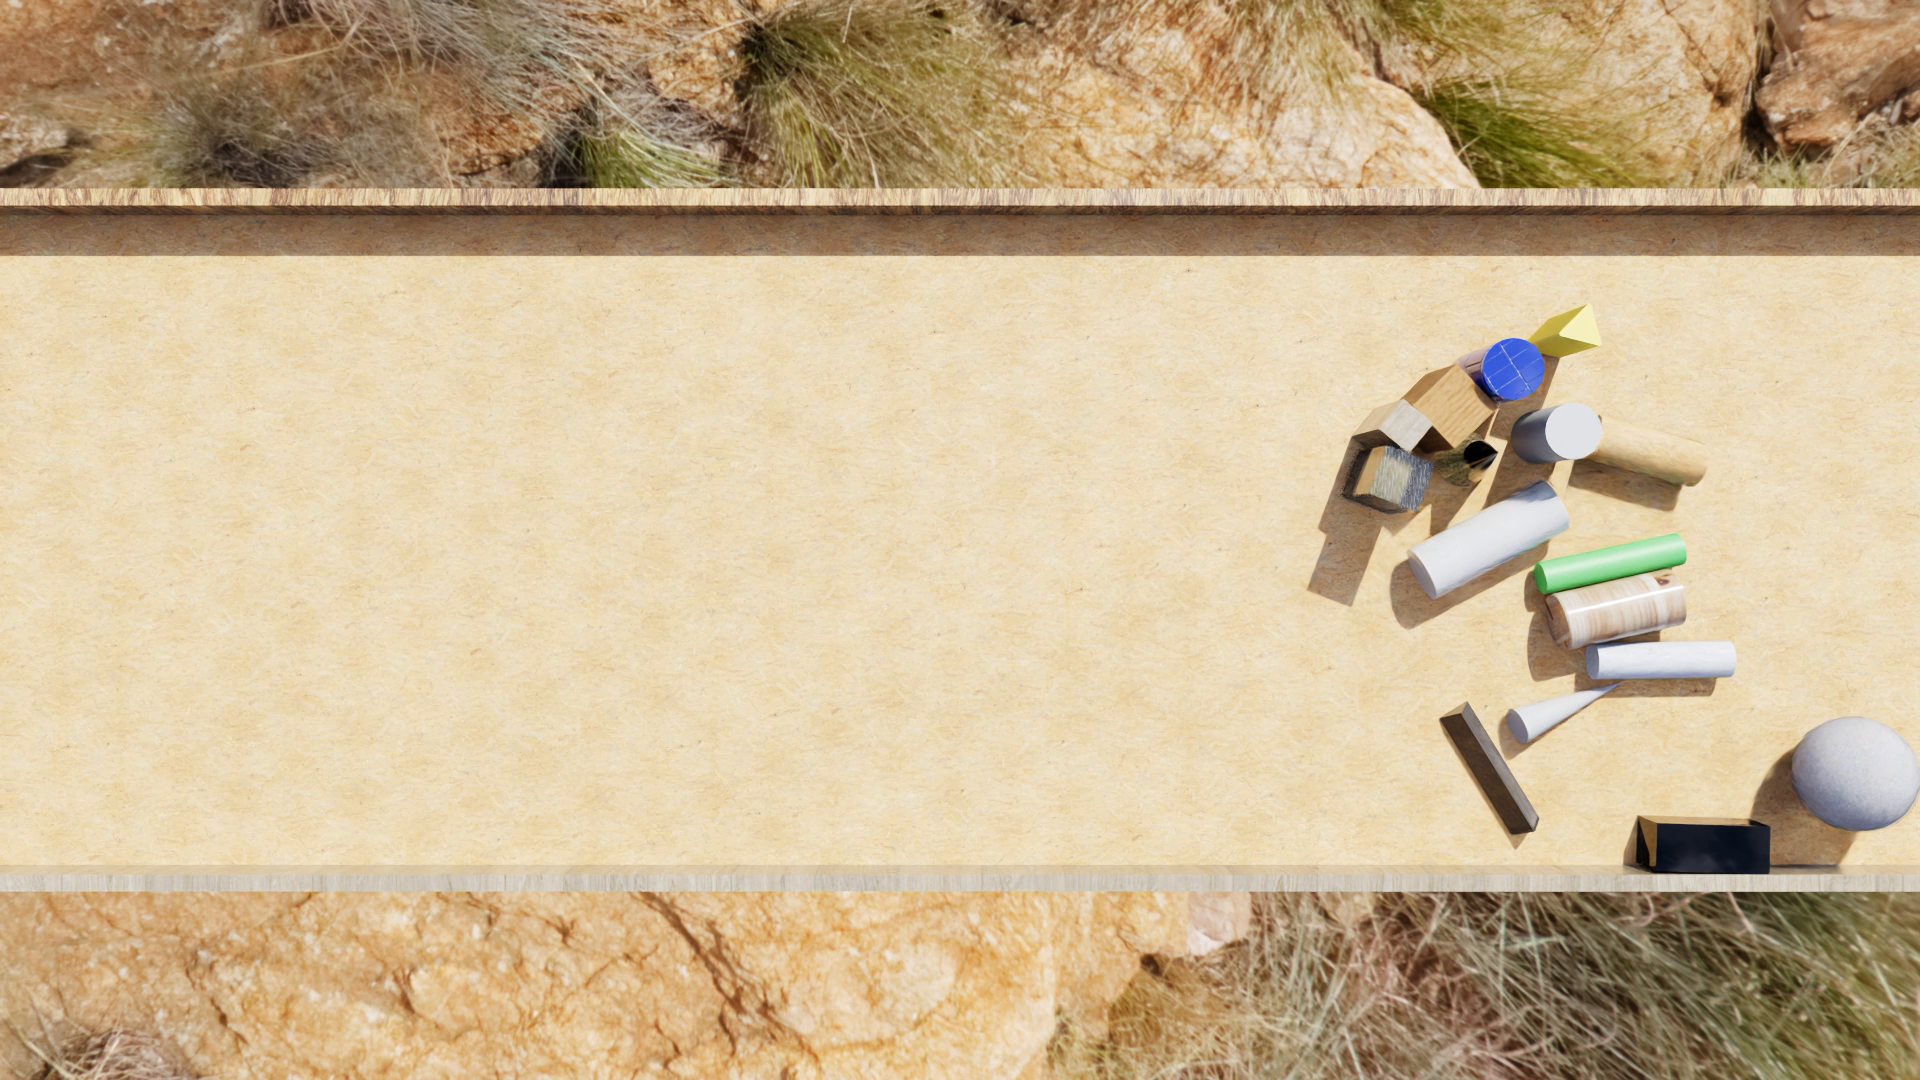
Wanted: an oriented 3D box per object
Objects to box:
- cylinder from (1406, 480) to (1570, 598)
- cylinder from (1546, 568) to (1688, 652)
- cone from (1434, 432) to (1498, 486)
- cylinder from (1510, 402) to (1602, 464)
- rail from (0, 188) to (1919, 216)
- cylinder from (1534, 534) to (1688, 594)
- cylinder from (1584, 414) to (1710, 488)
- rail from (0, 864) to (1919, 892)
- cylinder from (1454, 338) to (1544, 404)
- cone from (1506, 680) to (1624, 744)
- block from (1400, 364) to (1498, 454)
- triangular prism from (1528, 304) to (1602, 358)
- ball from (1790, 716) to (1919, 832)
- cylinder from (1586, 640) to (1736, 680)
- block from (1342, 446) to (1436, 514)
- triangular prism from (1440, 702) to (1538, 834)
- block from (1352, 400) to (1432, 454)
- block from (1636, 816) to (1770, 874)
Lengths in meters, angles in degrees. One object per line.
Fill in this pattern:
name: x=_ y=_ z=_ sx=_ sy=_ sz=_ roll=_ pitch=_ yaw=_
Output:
cylinder: x=1.597 y=-0.001 z=4.992 sx=0.450 sy=0.169 sz=0.169 roll=-28 pitch=90 yaw=0
cylinder: x=1.981 y=0.211 z=4.988 sx=0.357 sy=0.177 sz=0.177 roll=-13 pitch=90 yaw=0
cone: x=1.548 y=-0.252 z=4.908 sx=0.177 sy=0.338 sz=0.177 roll=0 pitch=90 yaw=0
cylinder: x=1.777 y=-0.316 z=4.926 sx=0.164 sy=0.301 sz=0.164 roll=0 pitch=90 yaw=0
rail: x=-2.247 y=-1.025 z=5.002 sx=12.000 sy=0.150 sz=0.050 roll=0 pitch=90 yaw=0
cylinder: x=1.980 y=0.072 z=5.026 sx=0.432 sy=0.100 sz=0.100 roll=-12 pitch=90 yaw=0
cylinder: x=2.080 y=-0.270 z=5.007 sx=0.335 sy=0.138 sz=0.138 roll=15 pitch=90 yaw=0
rail: x=-2.247 y=1.025 z=5.001 sx=12.000 sy=0.150 sz=0.050 roll=0 pitch=90 yaw=0
cylinder: x=1.588 y=-0.491 z=4.903 sx=0.177 sy=0.348 sz=0.177 roll=0 pitch=90 yaw=0
cone: x=1.873 y=0.498 z=5.048 sx=0.382 sy=0.113 sz=0.113 roll=-21 pitch=90 yaw=-8
block: x=1.434 y=-0.388 z=4.924 sx=0.175 sy=0.304 sz=0.175 roll=-44 pitch=91 yaw=0
triangular prism: x=1.802 y=-0.629 z=4.916 sx=0.124 sy=0.321 sz=0.107 roll=15 pitch=90 yaw=0
ball: x=2.661 y=0.696 z=4.907 sx=0.339 sy=0.339 sz=0.339 roll=0 pitch=90 yaw=0
cylinder: x=2.131 y=0.365 z=5.020 sx=0.412 sy=0.113 sz=0.113 roll=-1 pitch=90 yaw=0
block: x=1.269 y=-0.176 z=4.906 sx=0.149 sy=0.342 sz=0.149 roll=21 pitch=90 yaw=0
triangular prism: x=1.628 y=0.701 z=5.031 sx=0.099 sy=0.086 sz=0.423 roll=-32 pitch=90 yaw=0
block: x=1.283 y=-0.327 z=4.909 sx=0.111 sy=0.335 sz=0.111 roll=40 pitch=90 yaw=0
block: x=2.253 y=0.923 z=5.005 sx=0.340 sy=0.143 sz=0.143 roll=2 pitch=90 yaw=0
